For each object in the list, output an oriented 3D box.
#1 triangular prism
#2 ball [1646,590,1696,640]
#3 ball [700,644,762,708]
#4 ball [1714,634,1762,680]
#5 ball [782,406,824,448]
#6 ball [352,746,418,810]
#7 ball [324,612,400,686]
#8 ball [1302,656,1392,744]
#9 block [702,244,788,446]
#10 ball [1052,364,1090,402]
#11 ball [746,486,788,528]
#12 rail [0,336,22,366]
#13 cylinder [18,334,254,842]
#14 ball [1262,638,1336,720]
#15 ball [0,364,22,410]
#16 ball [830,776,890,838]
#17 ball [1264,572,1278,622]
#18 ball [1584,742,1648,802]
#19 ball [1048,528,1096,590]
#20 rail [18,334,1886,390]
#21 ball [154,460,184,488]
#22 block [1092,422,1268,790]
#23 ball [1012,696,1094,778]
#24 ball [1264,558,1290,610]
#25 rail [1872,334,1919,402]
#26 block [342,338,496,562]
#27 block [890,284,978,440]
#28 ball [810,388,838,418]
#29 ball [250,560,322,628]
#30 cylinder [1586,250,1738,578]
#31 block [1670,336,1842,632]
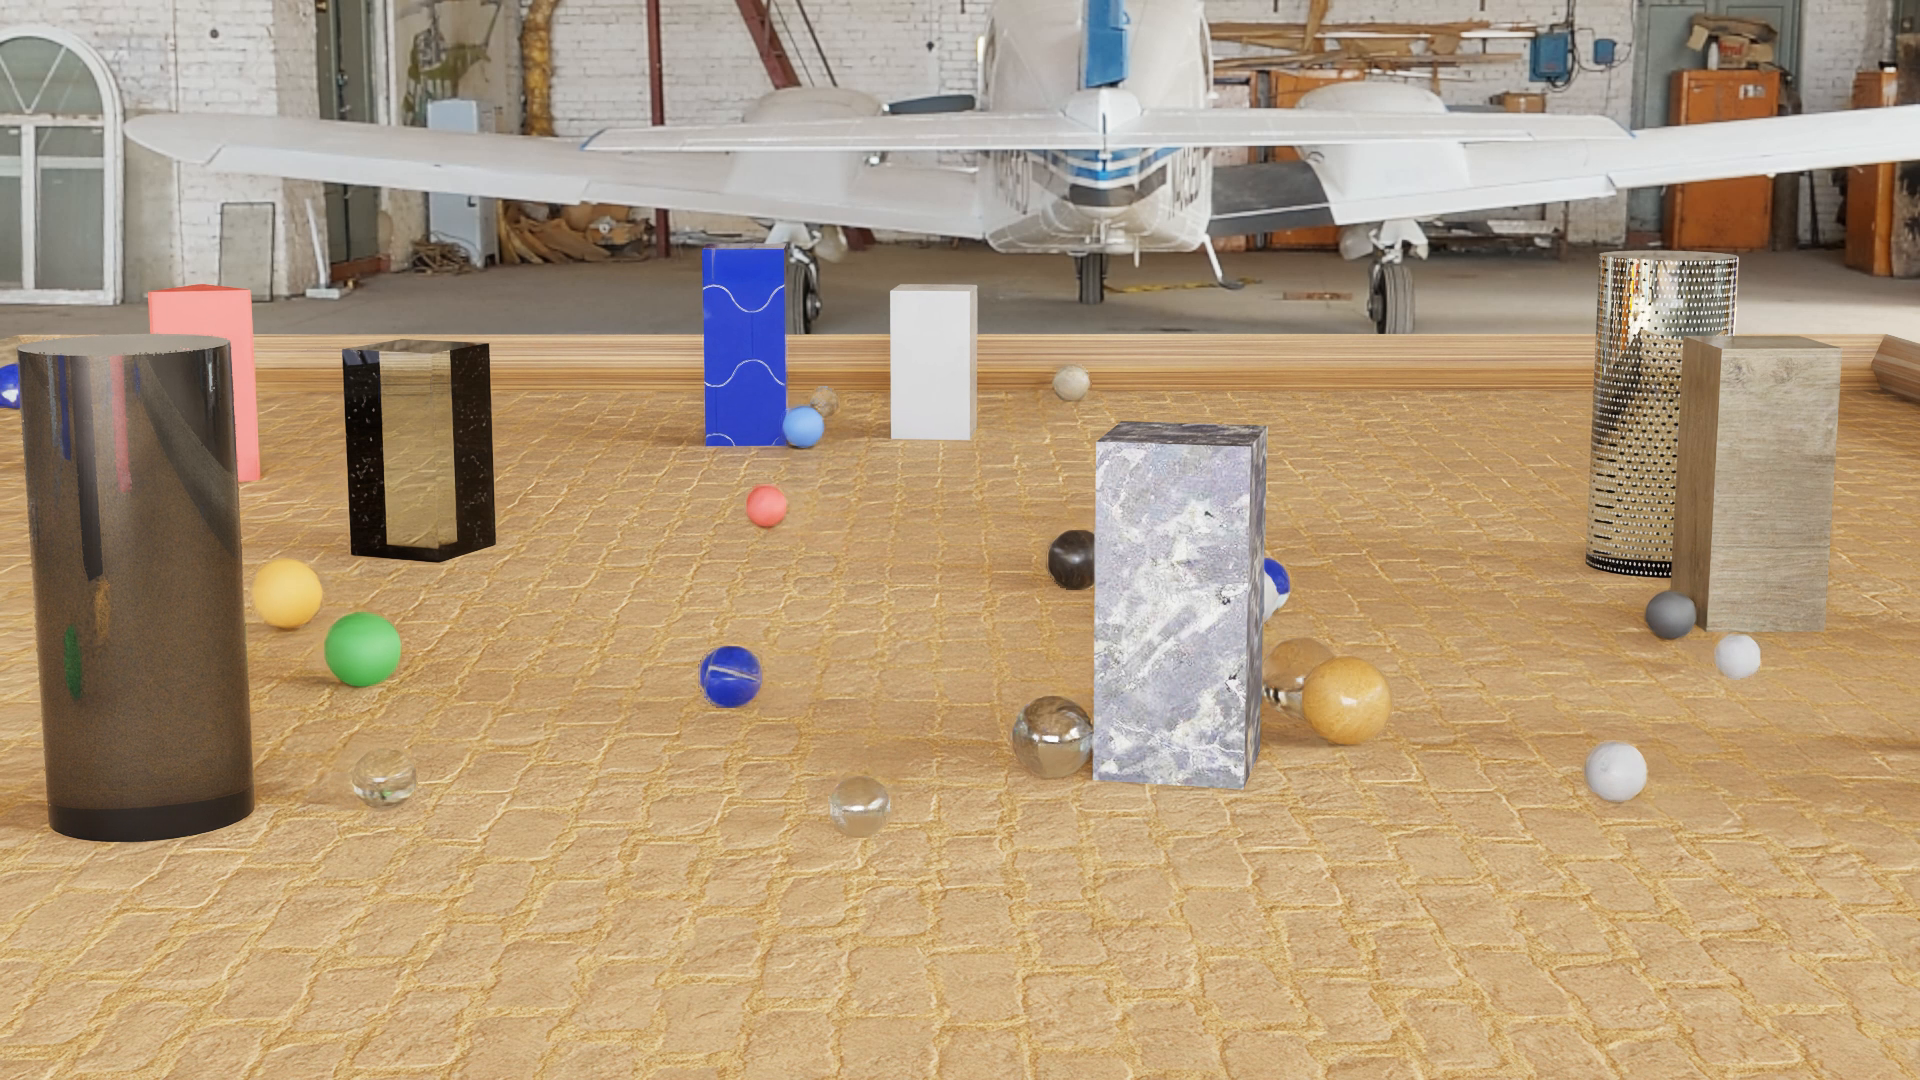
[{"bbox_3d":[-1.342,-0.280,4.562,0.168,0.337,0.146,-3,11,-15],"label":"triangular prism"},{"bbox_3d":[0.911,0.096,3.288,0.063,0.063,0.063,0,11,0],"label":"ball"},{"bbox_3d":[-0.262,0.156,2.938,0.072,0.072,0.072,0,11,0],"label":"ball"},{"bbox_3d":[0.932,0.140,3.074,0.054,0.054,0.054,0,11,0],"label":"ball"},{"bbox_3d":[-0.301,-0.217,4.927,0.079,0.079,0.079,0,11,0],"label":"ball"},{"bbox_3d":[-0.568,0.236,2.534,0.062,0.062,0.062,0,11,0],"label":"ball"},{"bbox_3d":[-0.708,0.129,3.039,0.089,0.089,0.089,0,11,0],"label":"ball"},{"bbox_3d":[0.419,0.174,2.776,0.096,0.096,0.096,0,11,0],"label":"ball"},{"bbox_3d":[-0.416,-0.382,4.993,0.155,0.379,0.155,0,11,-2],"label":"block"},{"bbox_3d":[0.243,-0.341,5.589,0.081,0.081,0.081,0,11,0],"label":"ball"},{"bbox_3d":[-0.308,-0.054,4.083,0.066,0.066,0.066,0,11,0],"label":"ball"},{"bbox_3d":[-2.076,0.035,3.437,0.045,0.126,4.734,0,11,0],"label":"rail"},{"bbox_3d":[-0.795,0.041,2.485,0.194,0.463,0.194,0,11,0],"label":"cylinder"},{"bbox_3d":[0.383,0.156,2.884,0.092,0.092,0.092,0,11,0],"label":"ball"},{"bbox_3d":[-2.018,-0.327,5.472,0.097,0.097,0.097,0,11,0],"label":"ball"},{"bbox_3d":[-0.095,0.254,2.446,0.058,0.058,0.058,0,11,0],"label":"ball"},{"bbox_3d":[0.375,0.074,3.354,0.081,0.081,0.081,0,11,0],"label":"ball"},{"bbox_3d":[0.655,0.231,2.562,0.061,0.061,0.061,0,11,0],"label":"ball"},{"bbox_3d":[0.165,0.027,3.599,0.085,0.085,0.085,0,11,0],"label":"ball"},{"bbox_3d":[-0.013,-0.395,5.753,4.199,0.126,0.045,0,11,0],"label":"rail"},{"bbox_3d":[-1.375,-0.116,4.465,0.049,0.049,0.049,0,11,0],"label":"ball"},{"bbox_3d":[0.230,0.064,2.669,0.155,0.352,0.155,2,11,13],"label":"block"},{"bbox_3d":[0.096,0.203,2.647,0.086,0.086,0.086,0,11,0],"label":"ball"},{"bbox_3d":[0.407,0.060,3.445,0.075,0.075,0.075,0,11,0],"label":"ball"},{"bbox_3d":[2.076,0.030,3.461,0.045,0.126,4.734,0,11,0],"label":"rail"},{"bbox_3d":[-0.813,-0.137,3.865,0.155,0.310,0.155,4,11,22],"label":"block"},{"bbox_3d":[-0.051,-0.355,5.090,0.155,0.291,0.155,1,11,6],"label":"block"},{"bbox_3d":[-0.284,-0.286,5.351,0.060,0.060,0.060,0,11,0],"label":"ball"},{"bbox_3d":[-0.879,0.071,3.347,0.090,0.090,0.090,0,11,0],"label":"ball"},{"bbox_3d":[1.020,-0.187,3.736,0.194,0.454,0.194,0,11,0],"label":"cylinder"},{"bbox_3d":[1.044,-0.076,3.376,0.155,0.369,0.155,0,11,-2],"label":"block"}]
